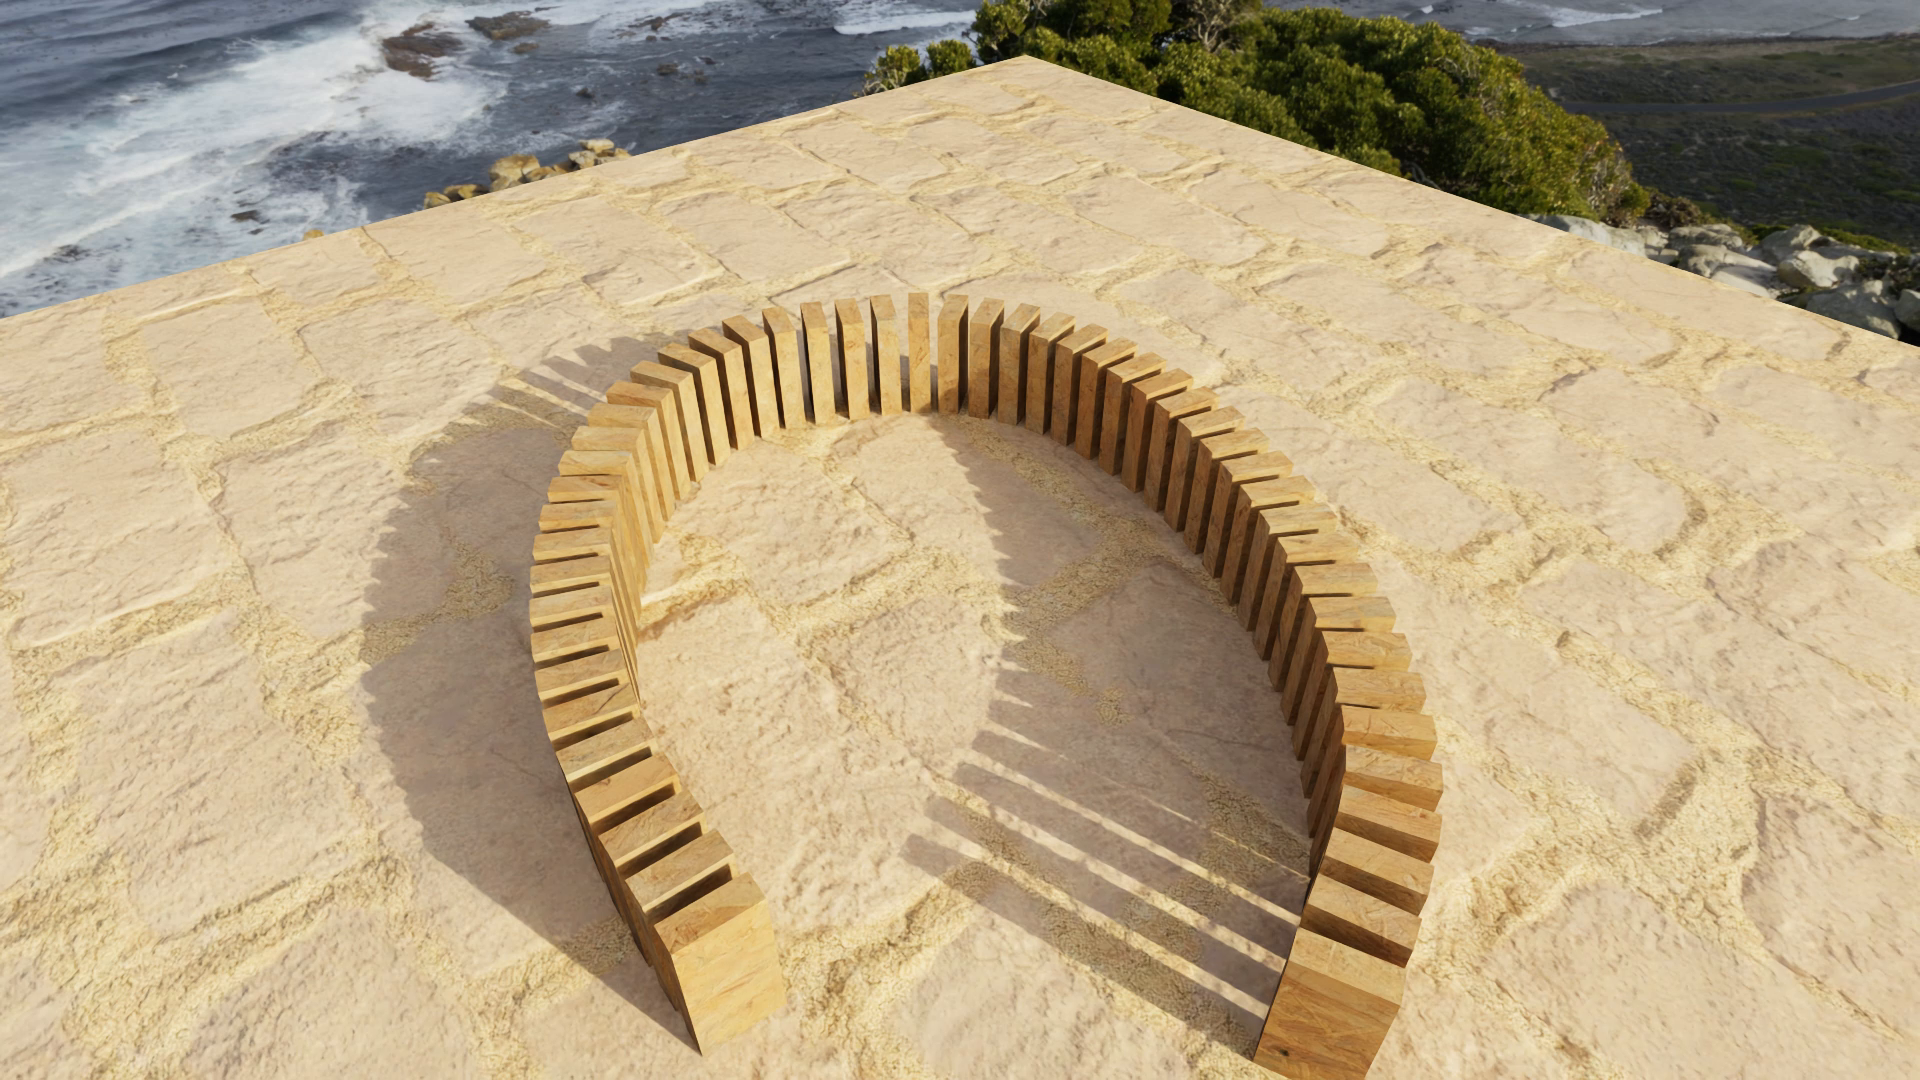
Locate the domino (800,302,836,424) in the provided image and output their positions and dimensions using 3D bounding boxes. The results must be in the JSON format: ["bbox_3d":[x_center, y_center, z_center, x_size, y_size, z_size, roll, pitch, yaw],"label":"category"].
[{"bbox_3d":[-0.066,-0.082,0.512,0.009,0.050,0.025,-8,40,-10],"label":"domino"}]

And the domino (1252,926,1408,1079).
[{"bbox_3d":[0.089,0.117,0.269,0.025,0.050,0.009,17,42,20],"label":"domino"}]

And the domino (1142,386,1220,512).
[{"bbox_3d":[0.092,-0.037,0.457,0.025,0.050,0.009,-19,43,-22],"label":"domino"}]

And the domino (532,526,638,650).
[{"bbox_3d":[-0.131,0.019,0.388,0.025,0.050,0.009,-7,40,-9],"label":"domino"}]

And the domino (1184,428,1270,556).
[{"bbox_3d":[0.105,-0.019,0.435,0.025,0.050,0.009,-13,41,-16],"label":"domino"}]

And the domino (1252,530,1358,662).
[{"bbox_3d":[0.121,0.020,0.387,0.025,0.050,0.009,-5,40,-7],"label":"domino"}]

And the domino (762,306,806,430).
[{"bbox_3d":[-0.081,-0.079,0.508,0.010,0.050,0.025,-14,41,-16],"label":"domino"}]

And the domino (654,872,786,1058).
[{"bbox_3d":[-0.060,0.108,0.279,0.025,0.050,0.010,-25,46,-27],"label":"domino"}]

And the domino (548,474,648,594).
[{"bbox_3d":[-0.135,-0.001,0.413,0.025,0.050,0.009,-2,39,-3],"label":"domino"}]

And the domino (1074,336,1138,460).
[{"bbox_3d":[0.065,-0.062,0.488,0.025,0.050,0.009,-28,47,-30],"label":"domino"}]

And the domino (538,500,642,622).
[{"bbox_3d":[-0.134,0.009,0.400,0.025,0.050,0.010,-5,40,-6],"label":"domino"}]

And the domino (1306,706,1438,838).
[{"bbox_3d":[0.121,0.071,0.325,0.025,0.050,0.010,6,40,7],"label":"domino"}]

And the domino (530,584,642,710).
[{"bbox_3d":[-0.123,0.039,0.364,0.025,0.050,0.009,-11,41,-13],"label":"domino"}]

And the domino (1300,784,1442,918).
[{"bbox_3d":[0.112,0.090,0.301,0.025,0.050,0.010,15,42,18],"label":"domino"}]

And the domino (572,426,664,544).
[{"bbox_3d":[-0.135,-0.021,0.437,0.025,0.050,0.009,2,39,3],"label":"domino"}]

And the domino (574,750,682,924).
[{"bbox_3d":[-0.089,0.084,0.309,0.025,0.050,0.009,-24,45,-27],"label":"domino"}]

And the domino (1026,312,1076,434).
[{"bbox_3d":[0.041,-0.076,0.504,0.009,0.050,0.025,23,45,26],"label":"domino"}]

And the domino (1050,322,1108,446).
[{"bbox_3d":[0.054,-0.070,0.497,0.009,0.050,0.025,31,49,32],"label":"domino"}]

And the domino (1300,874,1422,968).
[{"bbox_3d":[0.097,0.108,0.279,0.025,0.050,0.009,20,43,23],"label":"domino"}]

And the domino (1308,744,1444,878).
[{"bbox_3d":[0.117,0.081,0.313,0.025,0.050,0.009,10,40,12],"label":"domino"}]

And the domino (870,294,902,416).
[{"bbox_3d":[-0.035,-0.087,0.517,0.009,0.050,0.025,-7,40,-9],"label":"domino"}]

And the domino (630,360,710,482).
[{"bbox_3d":[-0.125,-0.051,0.473,0.025,0.050,0.010,17,42,19],"label":"domino"}]

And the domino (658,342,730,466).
[{"bbox_3d":[-0.117,-0.059,0.484,0.025,0.050,0.010,23,45,26],"label":"domino"}]

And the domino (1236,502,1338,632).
[{"bbox_3d":[0.118,0.010,0.399,0.025,0.050,0.010,-7,40,-9],"label":"domino"}]

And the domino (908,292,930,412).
[{"bbox_3d":[-0.019,-0.088,0.519,0.010,0.050,0.025,-1,39,-1],"label":"domino"}]

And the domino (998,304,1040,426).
[{"bbox_3d":[0.027,-0.081,0.510,0.009,0.050,0.025,16,42,19],"label":"domino"}]

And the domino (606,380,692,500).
[{"bbox_3d":[-0.130,-0.041,0.462,0.025,0.050,0.009,10,40,12],"label":"domino"}]

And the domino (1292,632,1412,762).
[{"bbox_3d":[0.124,0.051,0.350,0.025,0.050,0.009,1,39,1],"label":"domino"}]

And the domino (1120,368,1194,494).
[{"bbox_3d":[0.083,-0.046,0.468,0.025,0.050,0.010,-22,44,-24],"label":"domino"}]

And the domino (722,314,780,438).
[{"bbox_3d":[-0.095,-0.074,0.502,0.010,0.050,0.025,-26,46,-28],"label":"domino"}]

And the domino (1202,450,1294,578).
[{"bbox_3d":[0.110,-0.009,0.423,0.025,0.050,0.010,-11,41,-13],"label":"domino"}]

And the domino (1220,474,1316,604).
[{"bbox_3d":[0.114,0.000,0.411,0.025,0.050,0.009,-9,40,-11],"label":"domino"}]

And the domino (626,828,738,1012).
[{"bbox_3d":[-0.070,0.100,0.289,0.025,0.050,0.009,-27,46,-29],"label":"domino"}]

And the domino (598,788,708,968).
[{"bbox_3d":[-0.079,0.092,0.299,0.025,0.050,0.009,-26,46,-28],"label":"domino"}]

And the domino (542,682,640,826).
[{"bbox_3d":[-0.106,0.067,0.330,0.025,0.050,0.009,-18,42,-20],"label":"domino"}]

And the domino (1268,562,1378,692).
[{"bbox_3d":[0.123,0.030,0.374,0.025,0.050,0.009,-3,39,-4],"label":"domino"}]

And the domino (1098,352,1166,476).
[{"bbox_3d":[0.075,-0.054,0.478,0.025,0.050,0.009,-25,45,-27],"label":"domino"}]

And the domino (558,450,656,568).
[{"bbox_3d":[-0.136,-0.011,0.425,0.025,0.050,0.009,0,39,0],"label":"domino"}]

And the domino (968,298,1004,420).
[{"bbox_3d":[0.012,-0.085,0.515,0.009,0.050,0.025,11,41,13],"label":"domino"}]

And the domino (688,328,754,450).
[{"bbox_3d":[-0.107,-0.067,0.494,0.025,0.050,0.010,30,48,31],"label":"domino"}]

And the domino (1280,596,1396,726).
[{"bbox_3d":[0.124,0.040,0.362,0.025,0.050,0.010,-1,39,-1],"label":"domino"}]

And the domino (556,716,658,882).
[{"bbox_3d":[-0.098,0.076,0.319,0.025,0.050,0.010,-22,44,-24],"label":"domino"}]

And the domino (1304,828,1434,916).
[{"bbox_3d":[0.105,0.099,0.290,0.025,0.050,0.010,19,43,21],"label":"domino"}]

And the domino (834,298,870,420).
[{"bbox_3d":[-0.050,-0.084,0.515,0.009,0.050,0.025,-9,40,-11],"label":"domino"}]

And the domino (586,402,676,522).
[{"bbox_3d":[-0.134,-0.031,0.450,0.025,0.050,0.010,6,40,7],"label":"domino"}]

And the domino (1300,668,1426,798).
[{"bbox_3d":[0.123,0.061,0.337,0.025,0.050,0.009,3,39,4],"label":"domino"}]

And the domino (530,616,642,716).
[{"bbox_3d":[-0.118,0.048,0.352,0.025,0.050,0.009,-13,41,-15],"label":"domino"}]

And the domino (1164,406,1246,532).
[{"bbox_3d":[0.099,-0.028,0.446,0.025,0.050,0.010,-16,42,-19],"label":"domino"}]

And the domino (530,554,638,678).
[{"bbox_3d":[-0.128,0.029,0.376,0.025,0.050,0.009,-9,40,-11],"label":"domino"}]

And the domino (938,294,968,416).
[{"bbox_3d":[-0.003,-0.087,0.518,0.010,0.050,0.025,7,40,9],"label":"domino"}]

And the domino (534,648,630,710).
[{"bbox_3d":[-0.112,0.058,0.341,0.025,0.050,0.010,-15,42,-18],"label":"domino"}]
